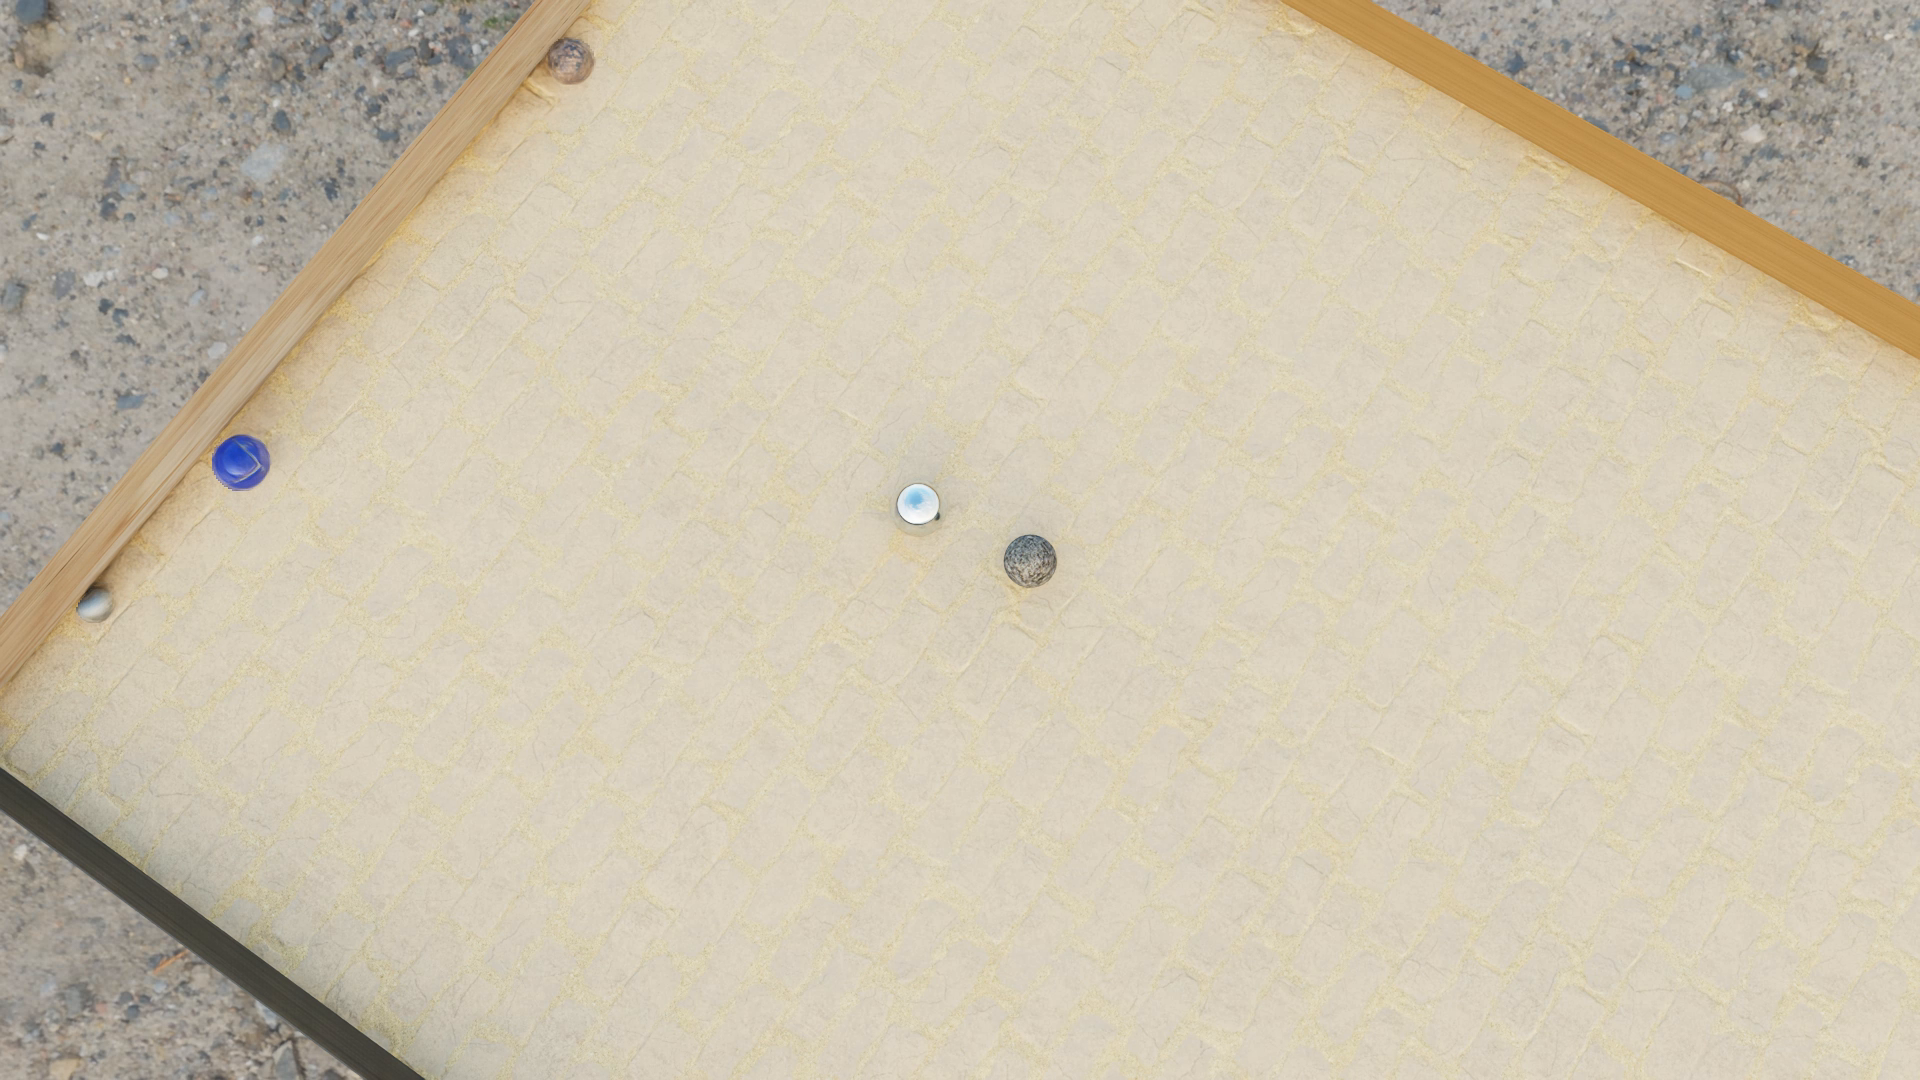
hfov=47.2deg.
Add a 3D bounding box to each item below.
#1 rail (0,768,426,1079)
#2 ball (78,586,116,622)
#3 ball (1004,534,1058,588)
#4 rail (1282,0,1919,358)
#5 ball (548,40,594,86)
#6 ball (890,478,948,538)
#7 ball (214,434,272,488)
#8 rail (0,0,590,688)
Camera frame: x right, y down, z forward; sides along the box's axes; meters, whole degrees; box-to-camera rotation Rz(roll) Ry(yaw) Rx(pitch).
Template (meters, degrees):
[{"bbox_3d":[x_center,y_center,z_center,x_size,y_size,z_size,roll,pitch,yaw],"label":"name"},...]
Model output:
[{"bbox_3d":[0.285,1.460,2.883,4.444,0.119,0.045,32,73,11],"label":"rail"},{"bbox_3d":[-1.340,0.099,3.412,0.055,0.055,0.055,0,70,0],"label":"ball"},{"bbox_3d":[0.109,0.033,3.421,0.083,0.083,0.083,0,70,0],"label":"ball"},{"bbox_3d":[1.555,-0.303,3.523,4.444,0.119,0.045,32,73,11],"label":"rail"},{"bbox_3d":[-0.661,-0.810,3.730,0.077,0.077,0.077,0,70,0],"label":"ball"},{"bbox_3d":[-0.065,-0.050,3.447,0.092,0.092,0.092,0,70,0],"label":"ball"},{"bbox_3d":[-1.134,-0.124,3.476,0.086,0.086,0.086,0,70,0],"label":"ball"},{"bbox_3d":[-0.900,-0.580,3.624,0.045,0.119,2.313,32,73,11],"label":"rail"}]
